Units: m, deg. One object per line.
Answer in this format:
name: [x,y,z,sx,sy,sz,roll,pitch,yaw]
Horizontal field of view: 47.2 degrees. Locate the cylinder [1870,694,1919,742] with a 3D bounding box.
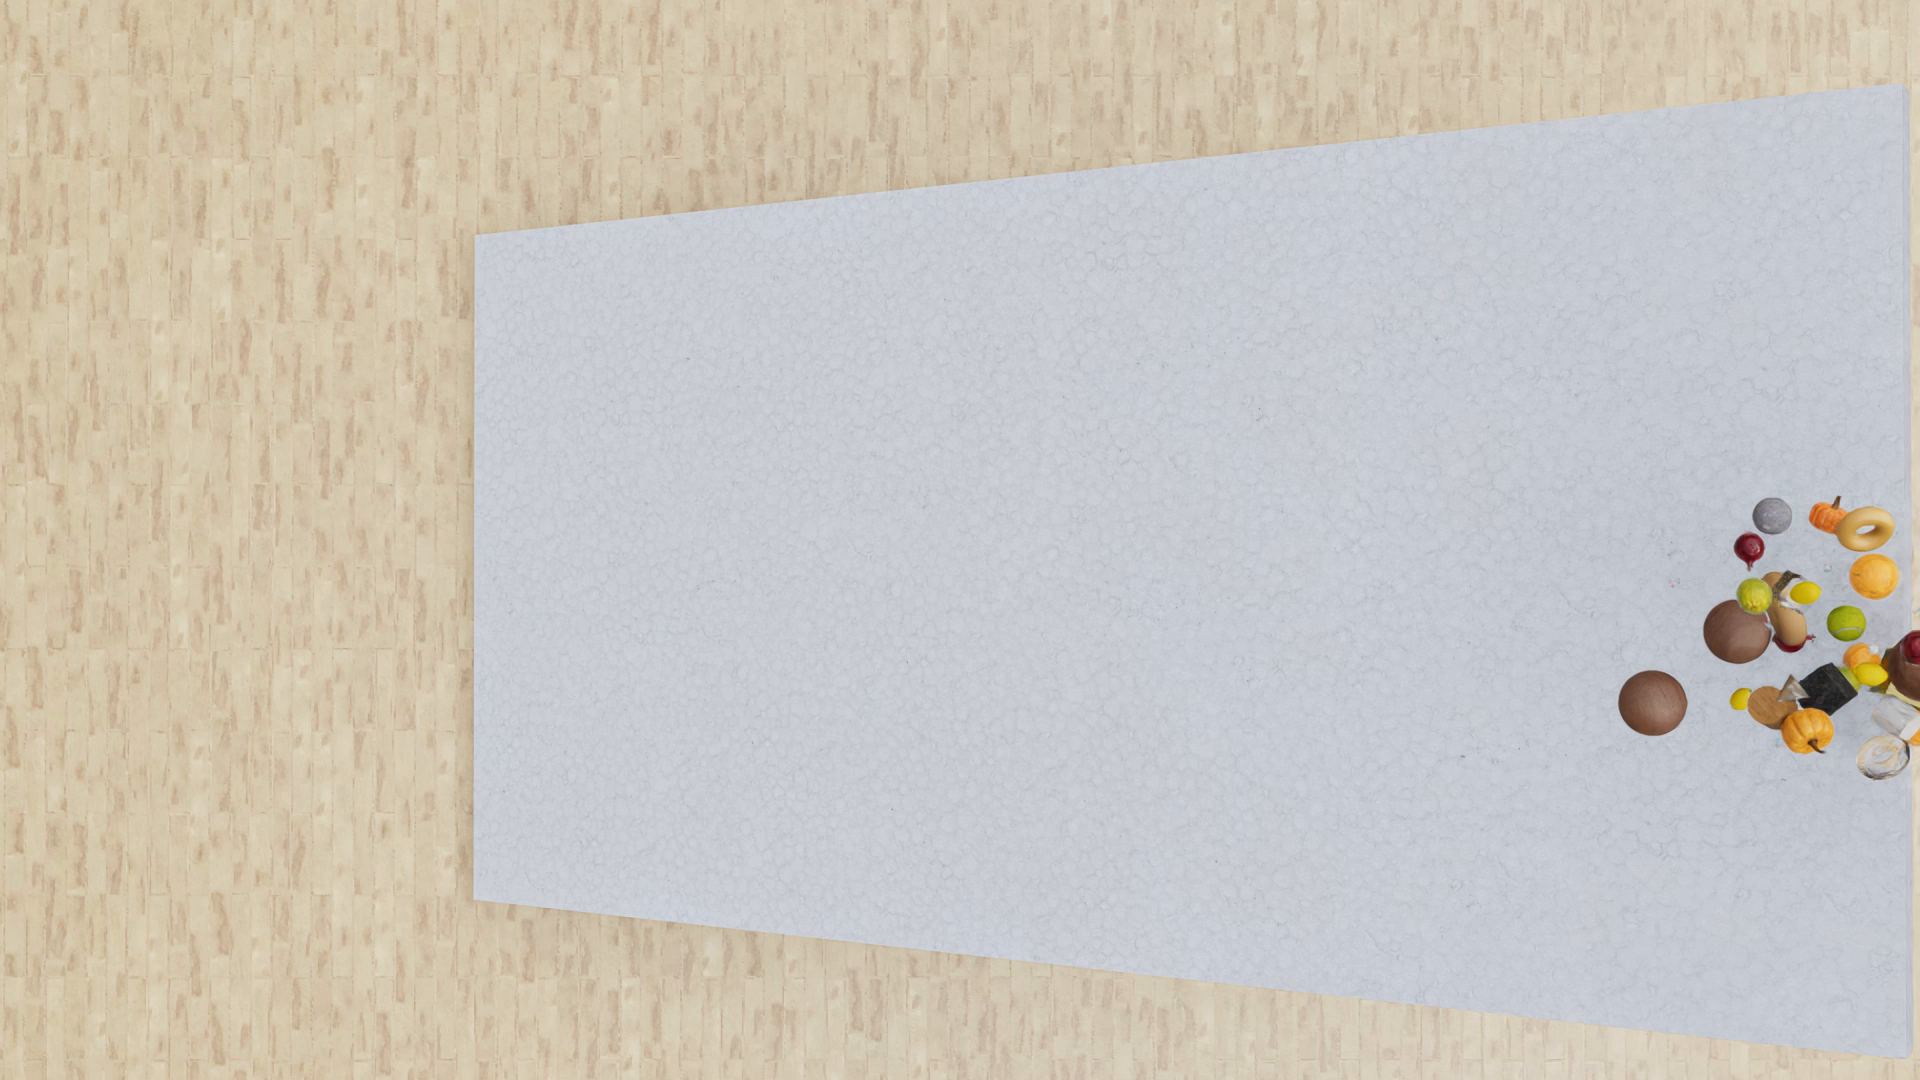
cylinder: [1.706,0.326,4.004,0.063,0.063,0.063,-44,51,0]

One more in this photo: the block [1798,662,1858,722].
block: [1.713,0.302,4.362,0.079,0.079,0.079,-47,65,31]

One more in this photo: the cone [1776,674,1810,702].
cone: [1.434,0.267,3.810,0.052,0.052,0.052,-37,90,15]

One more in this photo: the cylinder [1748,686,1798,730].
cylinder: [1.490,0.308,4.029,0.070,0.070,0.070,-12,70,35]

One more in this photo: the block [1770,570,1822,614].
block: [1.522,0.096,4.008,0.052,0.052,0.052,39,91,-17]

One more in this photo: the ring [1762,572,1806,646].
ring: [1.553,0.129,4.148,0.049,0.146,0.146,-20,90,12]

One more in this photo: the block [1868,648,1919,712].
block: [1.888,0.279,4.374,0.096,0.096,0.096,23,89,4]

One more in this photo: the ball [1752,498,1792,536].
ball: [1.537,-0.045,4.159,0.071,0.071,0.071,0,89,0]

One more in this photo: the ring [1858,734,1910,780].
ring: [1.515,0.357,3.609,0.087,0.087,0.029,-44,118,0]

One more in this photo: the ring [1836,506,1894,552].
ring: [1.752,-0.021,4.254,0.108,0.036,0.108,2,134,2]

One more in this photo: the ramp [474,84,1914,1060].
ramp: [0.262,0.072,5.604,4.000,0.100,2.000,0,89,32]
